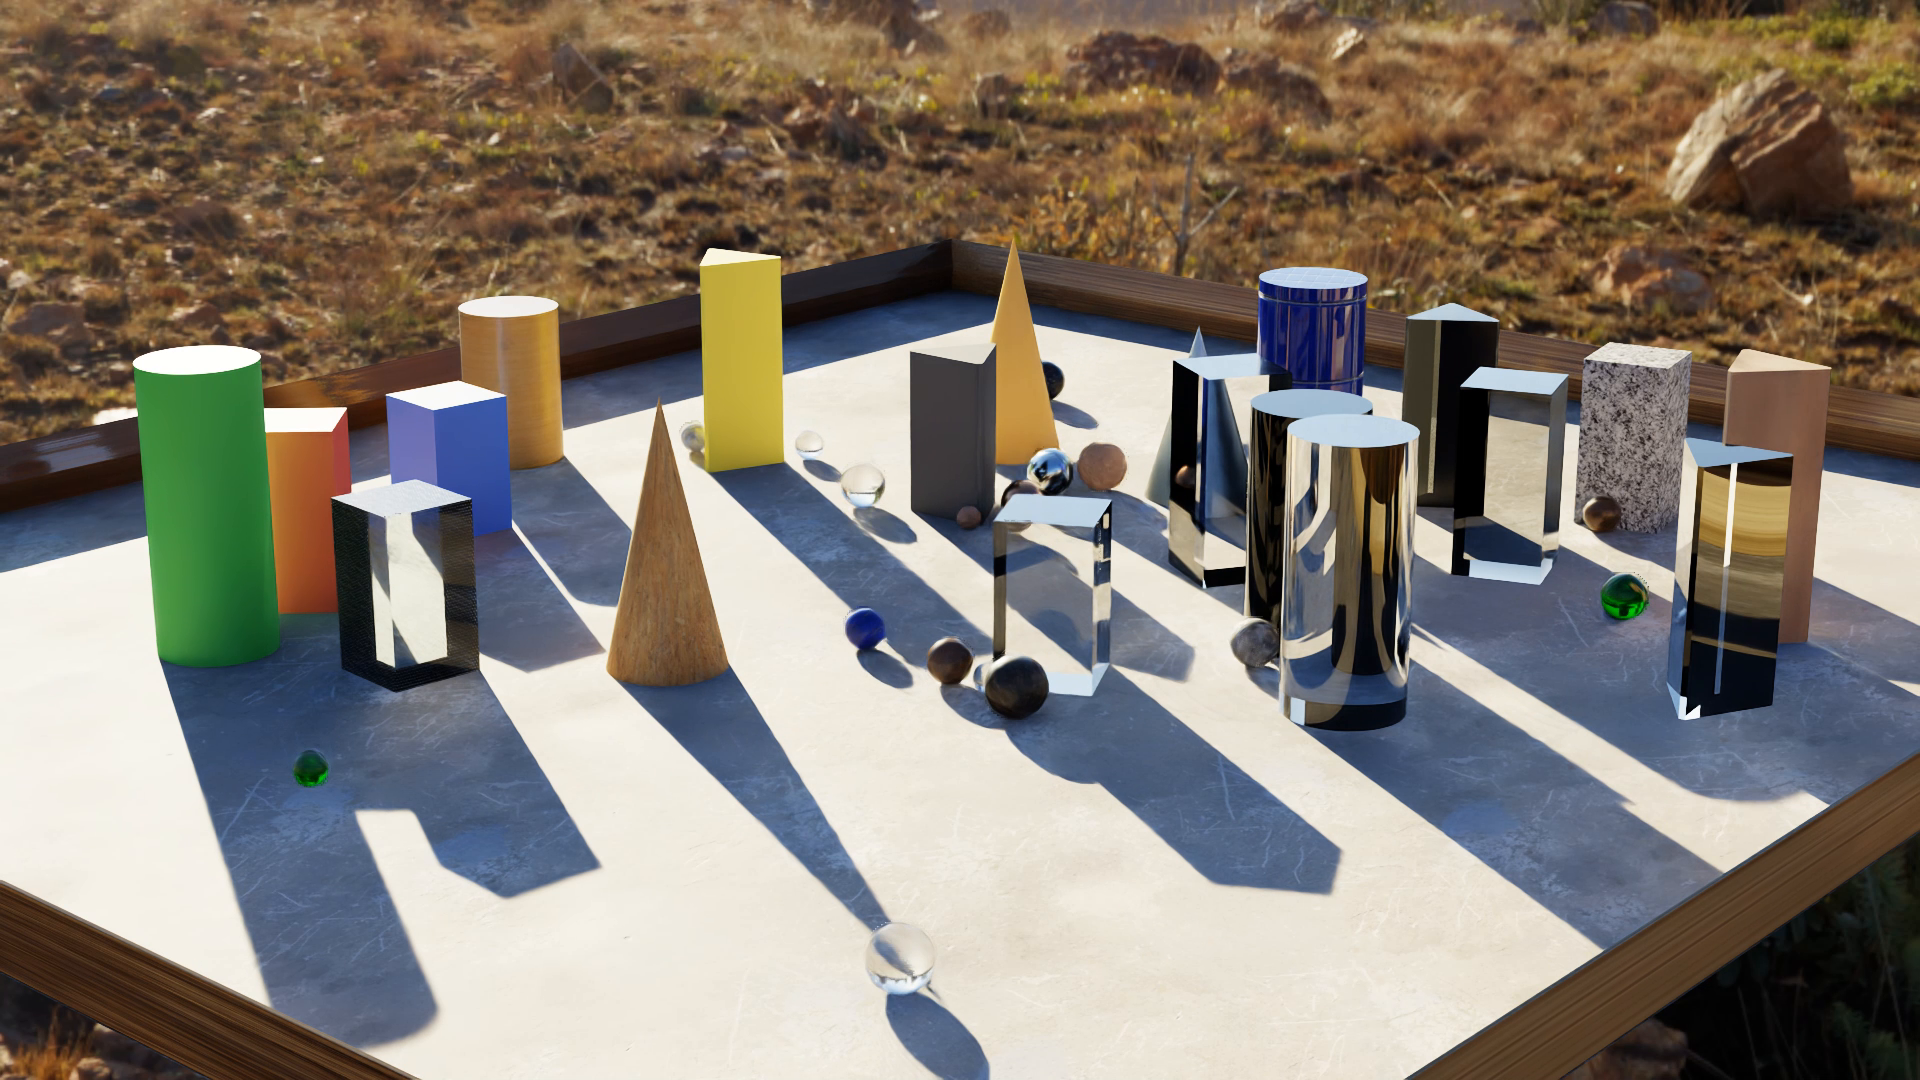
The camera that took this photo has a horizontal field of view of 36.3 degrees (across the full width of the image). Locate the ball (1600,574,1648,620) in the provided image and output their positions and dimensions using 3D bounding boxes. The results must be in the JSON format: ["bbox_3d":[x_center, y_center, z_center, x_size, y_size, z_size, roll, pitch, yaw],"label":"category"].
[{"bbox_3d":[1.132,0.096,5.001,0.079,0.079,0.079,0,17,0],"label":"ball"}]

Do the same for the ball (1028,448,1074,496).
[{"bbox_3d":[0.177,-0.133,5.740,0.092,0.092,0.092,0,17,0],"label":"ball"}]

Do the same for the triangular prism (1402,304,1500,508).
[{"bbox_3d":[0.947,-0.262,5.686,0.173,0.370,0.150,2,17,8],"label":"triangular prism"}]

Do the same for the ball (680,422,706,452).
[{"bbox_3d":[-0.547,-0.212,6.054,0.060,0.060,0.060,0,17,0],"label":"ball"}]

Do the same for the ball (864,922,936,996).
[{"bbox_3d":[-0.073,0.514,3.596,0.089,0.089,0.089,0,17,0],"label":"ball"}]

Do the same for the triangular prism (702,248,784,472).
[{"bbox_3d":[-0.470,-0.370,5.949,0.173,0.423,0.150,-9,19,-28],"label":"triangular prism"}]

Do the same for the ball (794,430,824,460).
[{"bbox_3d":[-0.308,-0.194,5.992,0.062,0.062,0.062,0,17,0],"label":"ball"}]

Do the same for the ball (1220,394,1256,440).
[{"bbox_3d":[0.578,-0.259,6.152,0.095,0.095,0.095,0,17,0],"label":"ball"}]

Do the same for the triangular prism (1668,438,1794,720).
[{"bbox_3d":[1.166,0.054,4.575,0.173,0.405,0.150,-7,18,-22],"label":"triangular prism"}]

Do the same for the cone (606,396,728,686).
[{"bbox_3d":[-0.477,-0.012,4.711,0.200,0.453,0.200,0,17,0],"label":"cone"}]

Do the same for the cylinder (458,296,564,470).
[{"bbox_3d":[-0.913,-0.321,5.972,0.200,0.317,0.200,0,17,0],"label":"cylinder"}]

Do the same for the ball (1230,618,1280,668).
[{"bbox_3d":[0.478,0.167,4.764,0.080,0.080,0.080,0,17,0],"label":"ball"}]

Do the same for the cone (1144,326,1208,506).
[{"bbox_3d":[0.461,-0.251,5.700,0.200,0.340,0.200,0,17,0],"label":"cone"}]

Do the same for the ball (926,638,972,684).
[{"bbox_3d":[-0.017,0.194,4.682,0.075,0.075,0.075,0,17,0],"label":"ball"}]

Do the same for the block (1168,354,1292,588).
[{"bbox_3d":[0.479,-0.125,5.216,0.160,0.378,0.160,-6,18,-18],"label":"block"}]

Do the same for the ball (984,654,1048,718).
[{"bbox_3d":[0.087,0.226,4.532,0.100,0.100,0.100,0,17,0],"label":"ball"}]

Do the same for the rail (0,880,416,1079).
[{"bbox_3d":[-1.264,0.452,3.726,3.449,0.130,0.045,14,22,39],"label":"rail"}]

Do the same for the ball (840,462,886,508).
[{"bbox_3d":[-0.187,-0.106,5.655,0.088,0.088,0.088,0,17,0],"label":"ball"}]

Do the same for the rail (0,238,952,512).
[{"bbox_3d":[-1.284,-0.289,6.187,0.045,0.130,3.903,14,22,39],"label":"rail"}]

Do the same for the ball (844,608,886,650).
[{"bbox_3d":[-0.157,0.147,4.848,0.069,0.069,0.069,0,17,0],"label":"ball"}]

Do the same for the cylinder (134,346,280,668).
[{"bbox_3d":[-1.229,-0.056,4.793,0.200,0.490,0.200,0,17,0],"label":"cylinder"}]

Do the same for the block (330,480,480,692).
[{"bbox_3d":[-0.891,0.072,4.717,0.160,0.289,0.160,-15,23,-41],"label":"block"}]

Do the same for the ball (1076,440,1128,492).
[{"bbox_3d":[0.279,-0.146,5.768,0.099,0.099,0.099,0,17,0],"label":"ball"}]

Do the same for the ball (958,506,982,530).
[{"bbox_3d":[0.018,-0.042,5.519,0.045,0.045,0.045,0,17,0],"label":"ball"}]

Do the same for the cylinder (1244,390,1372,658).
[{"bbox_3d":[0.573,-0.027,4.838,0.200,0.408,0.200,0,17,0],"label":"cylinder"}]

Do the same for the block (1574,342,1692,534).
[{"bbox_3d":[1.273,-0.194,5.549,0.160,0.318,0.160,9,19,28],"label":"block"}]

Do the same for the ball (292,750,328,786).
[{"bbox_3d":[-0.945,0.332,4.263,0.052,0.052,0.052,0,17,0],"label":"ball"}]

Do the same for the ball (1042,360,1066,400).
[{"bbox_3d":[0.187,-0.351,6.468,0.089,0.089,0.089,0,17,0],"label":"ball"}]

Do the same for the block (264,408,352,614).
[{"bbox_3d":[-1.143,-0.052,5.068,0.160,0.322,0.160,-1,17,-2],"label":"block"}]

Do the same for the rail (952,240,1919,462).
[{"bbox_3d":[1.264,-0.387,6.513,3.449,0.130,0.045,14,22,39],"label":"rail"}]

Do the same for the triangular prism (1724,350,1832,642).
[{"bbox_3d":[1.320,-0.073,4.888,0.173,0.467,0.150,-2,17,-7],"label":"triangular prism"}]

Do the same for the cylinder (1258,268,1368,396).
[{"bbox_3d":[0.655,-0.260,5.500,0.200,0.472,0.200,0,17,0],"label":"cylinder"}]

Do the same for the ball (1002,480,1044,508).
[{"bbox_3d":[0.118,-0.073,5.521,0.081,0.081,0.081,0,17,0],"label":"ball"}]

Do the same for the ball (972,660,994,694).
[{"bbox_3d":[0.047,0.218,4.638,0.054,0.054,0.054,0,17,0],"label":"ball"}]

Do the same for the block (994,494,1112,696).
[{"bbox_3d":[0.148,0.086,4.689,0.160,0.278,0.160,4,17,12],"label":"block"}]

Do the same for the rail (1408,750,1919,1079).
[{"bbox_3d":[1.284,0.354,4.052,0.045,0.130,3.903,14,22,39],"label":"rail"}]

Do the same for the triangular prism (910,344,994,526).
[{"bbox_3d":[0.019,-0.210,5.607,0.173,0.314,0.150,13,21,38],"label":"triangular prism"}]

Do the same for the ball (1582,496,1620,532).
[{"bbox_3d":[1.202,-0.048,5.498,0.068,0.068,0.068,0,17,0],"label":"ball"}]

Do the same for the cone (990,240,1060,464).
[{"bbox_3d":[0.109,-0.399,5.994,0.200,0.454,0.200,0,17,0],"label":"cone"}]

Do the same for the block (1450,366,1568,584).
[{"bbox_3d":[0.983,-0.117,5.243,0.160,0.347,0.160,7,18,21],"label":"block"}]

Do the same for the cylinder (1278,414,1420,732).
[{"bbox_3d":[0.597,0.049,4.514,0.200,0.450,0.200,0,17,0],"label":"cylinder"}]

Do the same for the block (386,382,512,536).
[{"bbox_3d":[-0.957,-0.147,5.499,0.160,0.257,0.160,-15,22,-41],"label":"block"}]
